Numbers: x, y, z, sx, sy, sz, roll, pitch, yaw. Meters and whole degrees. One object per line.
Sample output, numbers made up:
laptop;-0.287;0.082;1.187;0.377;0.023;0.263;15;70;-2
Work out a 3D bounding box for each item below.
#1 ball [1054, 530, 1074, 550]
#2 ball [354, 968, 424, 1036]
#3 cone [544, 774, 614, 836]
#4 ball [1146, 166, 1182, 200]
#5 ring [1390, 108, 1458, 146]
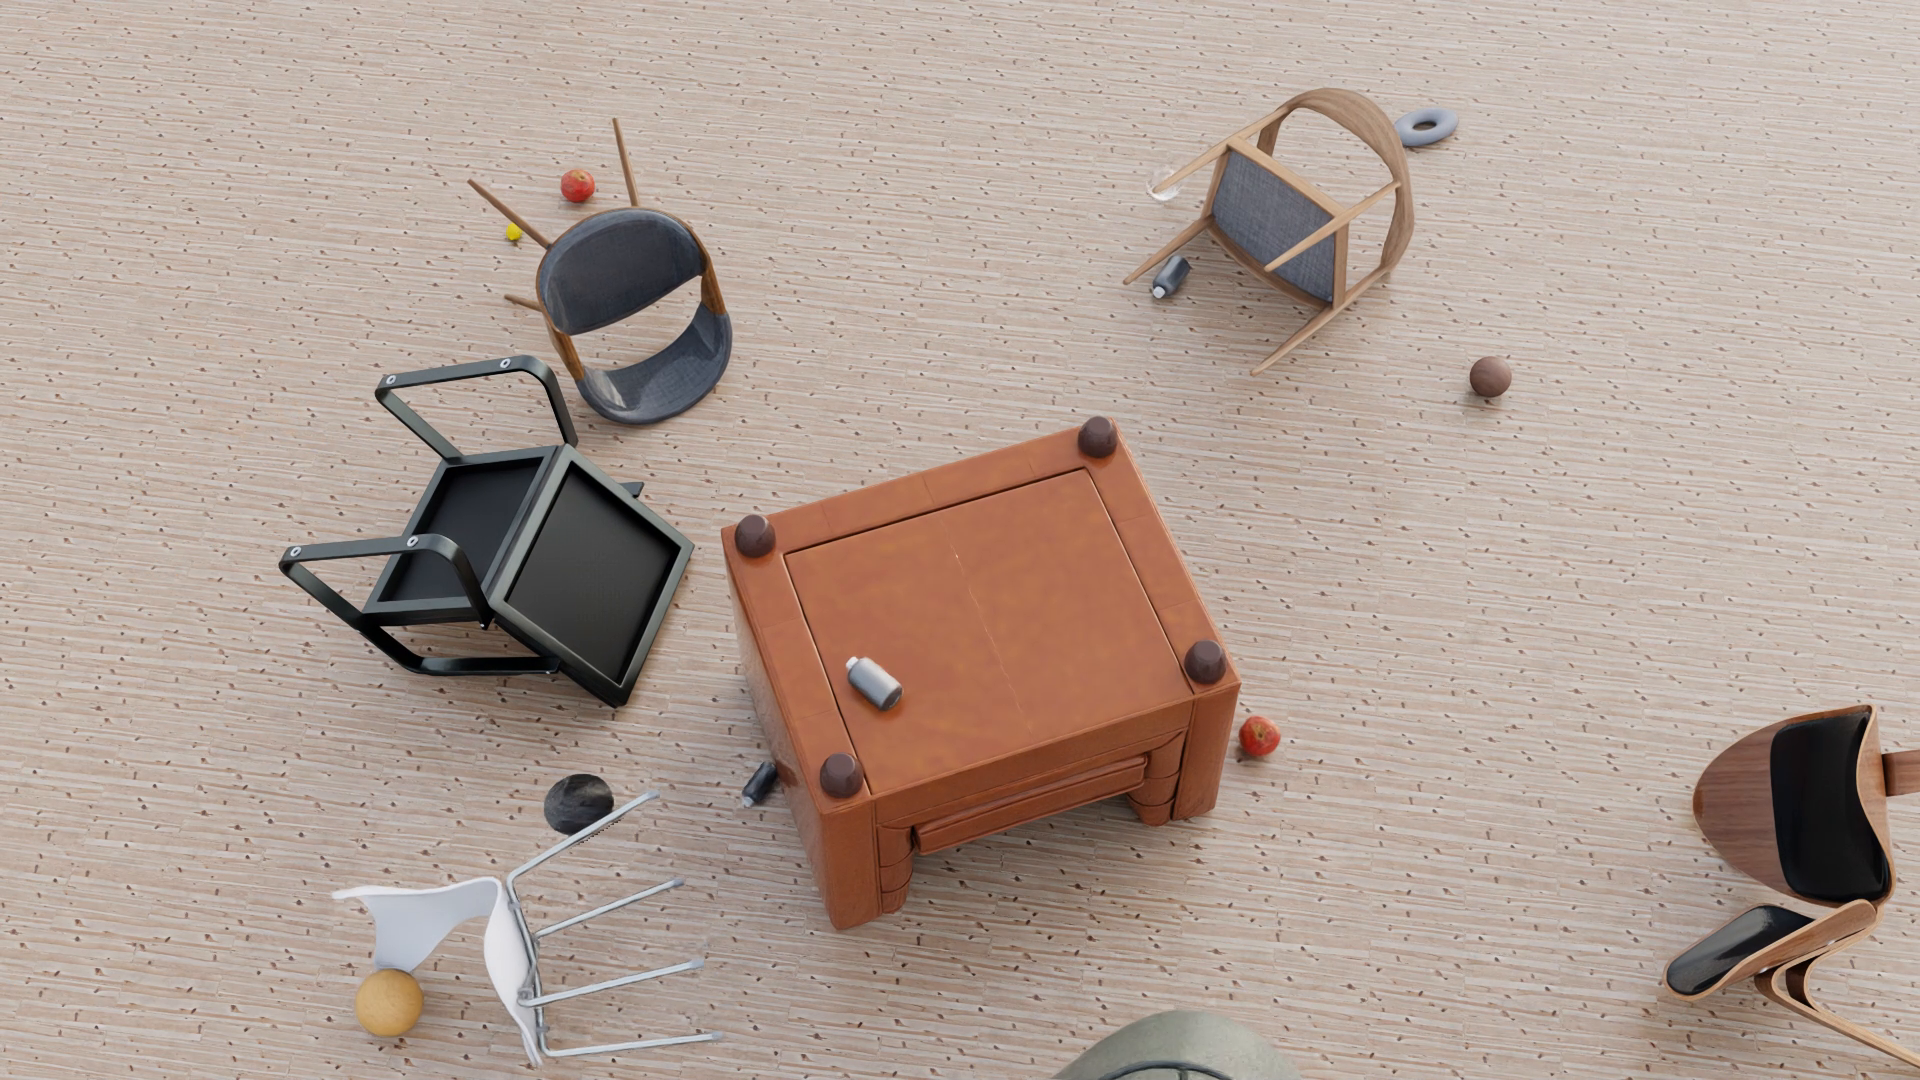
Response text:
ball;0.311;0.001;6.537;0.060;0.060;0.060;0;56;0
ball;-1.473;1.191;5.671;0.172;0.172;0.172;0;56;0
cone;-1.055;0.711;6.052;0.190;0.074;0.194;36;63;22
ball;0.677;-1.187;7.301;0.115;0.115;0.115;0;56;0
ring;1.582;-1.408;7.490;0.259;0.048;0.142;-20;59;-12
